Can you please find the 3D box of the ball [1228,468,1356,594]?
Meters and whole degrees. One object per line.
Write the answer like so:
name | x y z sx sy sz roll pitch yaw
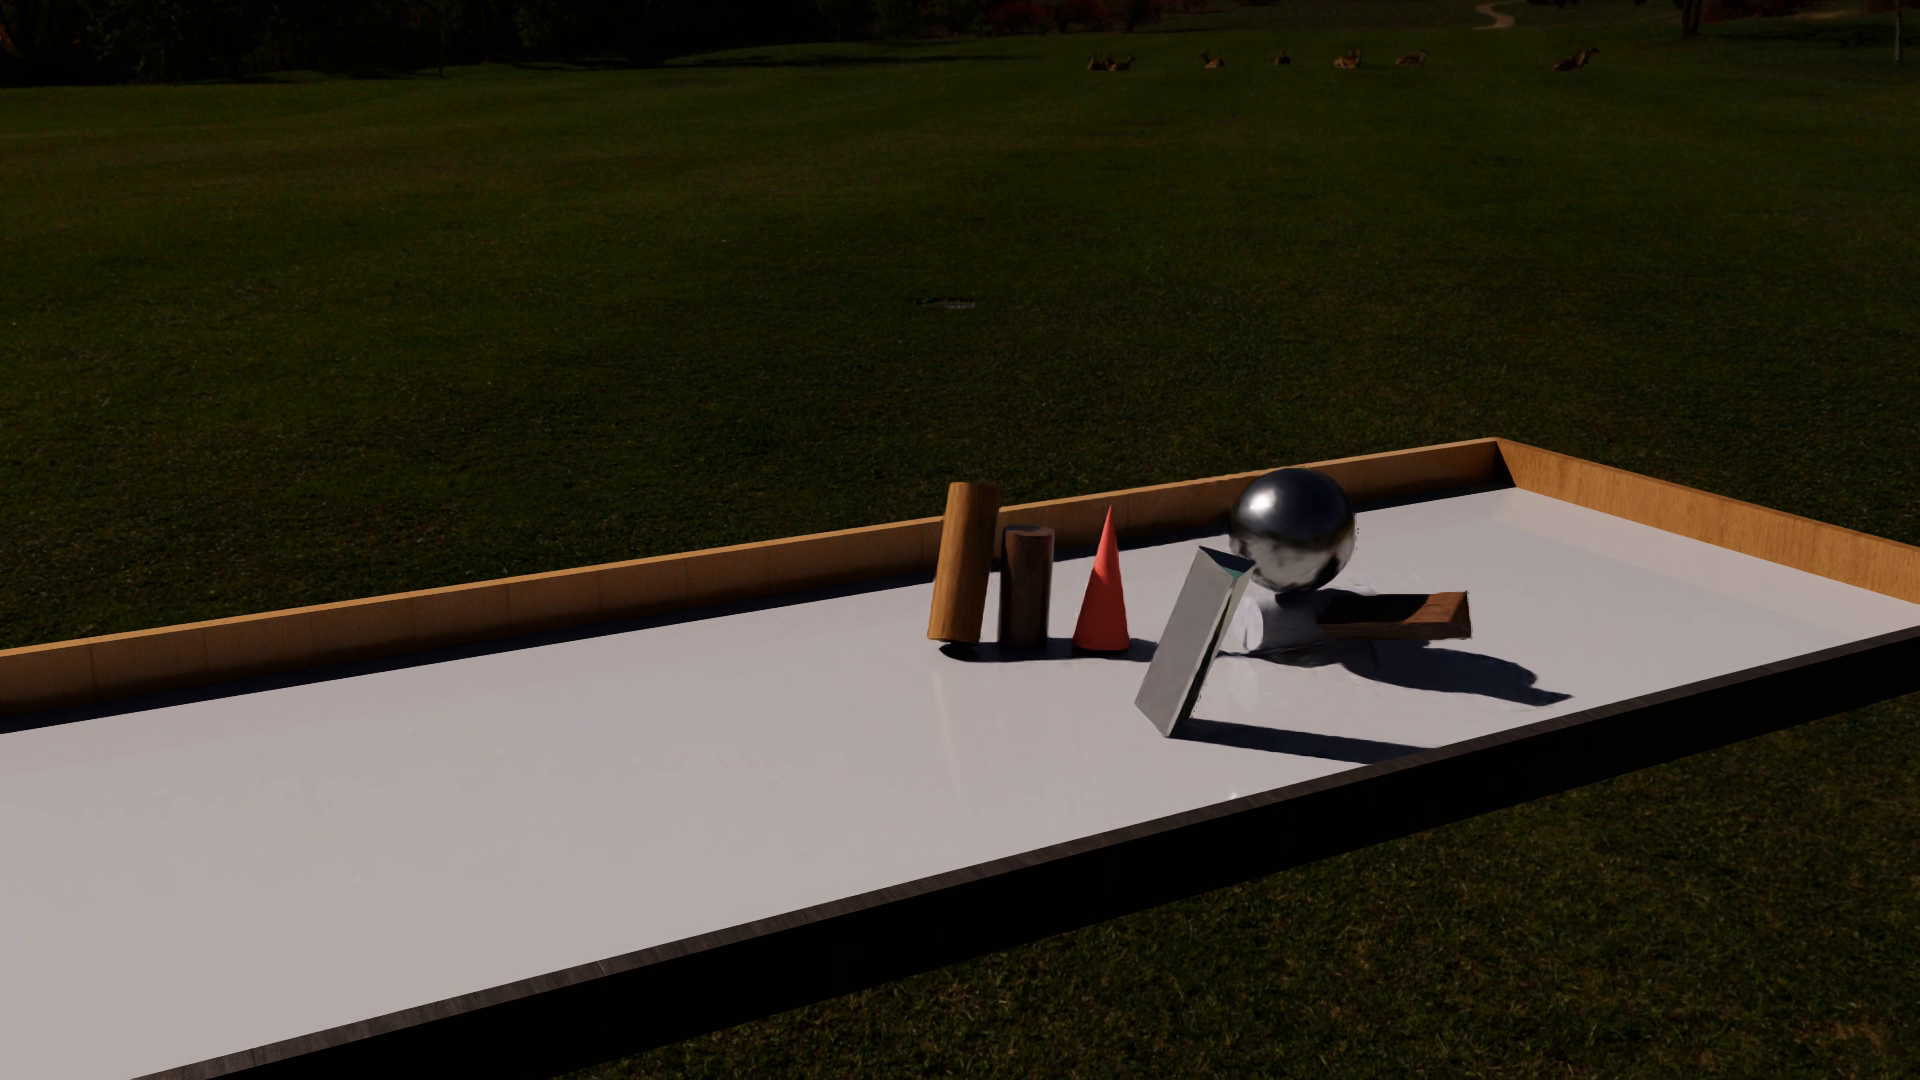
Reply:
ball | 0.851 -0.023 4.231 0.323 0.323 0.323 0 16 0

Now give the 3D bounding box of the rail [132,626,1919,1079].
rail | -2.336 1.006 1.665 12.000 0.150 0.050 -9 18 -27

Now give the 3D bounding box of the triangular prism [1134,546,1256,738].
triangular prism | 0.524 0.226 3.785 0.118 0.434 0.137 29 27 20

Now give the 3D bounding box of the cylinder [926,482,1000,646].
cylinder | 0.011 0.065 4.366 0.139 0.414 0.139 8 -8 1

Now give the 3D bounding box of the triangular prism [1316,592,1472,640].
triangular prism | 1.097 0.184 4.160 0.370 0.098 0.114 -4 -24 43

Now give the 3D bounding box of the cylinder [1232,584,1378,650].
cylinder | 0.924 0.204 4.381 0.379 0.141 0.141 -5 17 -24

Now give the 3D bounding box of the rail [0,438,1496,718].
rail | -3.305 0.497 3.399 12.000 0.150 0.050 -9 18 -27

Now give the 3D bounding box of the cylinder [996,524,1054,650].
cylinder | 0.173 0.124 4.373 0.137 0.307 0.137 3 13 -1

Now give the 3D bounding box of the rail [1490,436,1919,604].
rail | 2.466 -0.048 5.253 0.050 0.150 2.100 -9 18 -27

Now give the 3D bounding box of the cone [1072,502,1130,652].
cone | 0.385 0.088 4.351 0.154 0.383 0.154 3 11 -1
